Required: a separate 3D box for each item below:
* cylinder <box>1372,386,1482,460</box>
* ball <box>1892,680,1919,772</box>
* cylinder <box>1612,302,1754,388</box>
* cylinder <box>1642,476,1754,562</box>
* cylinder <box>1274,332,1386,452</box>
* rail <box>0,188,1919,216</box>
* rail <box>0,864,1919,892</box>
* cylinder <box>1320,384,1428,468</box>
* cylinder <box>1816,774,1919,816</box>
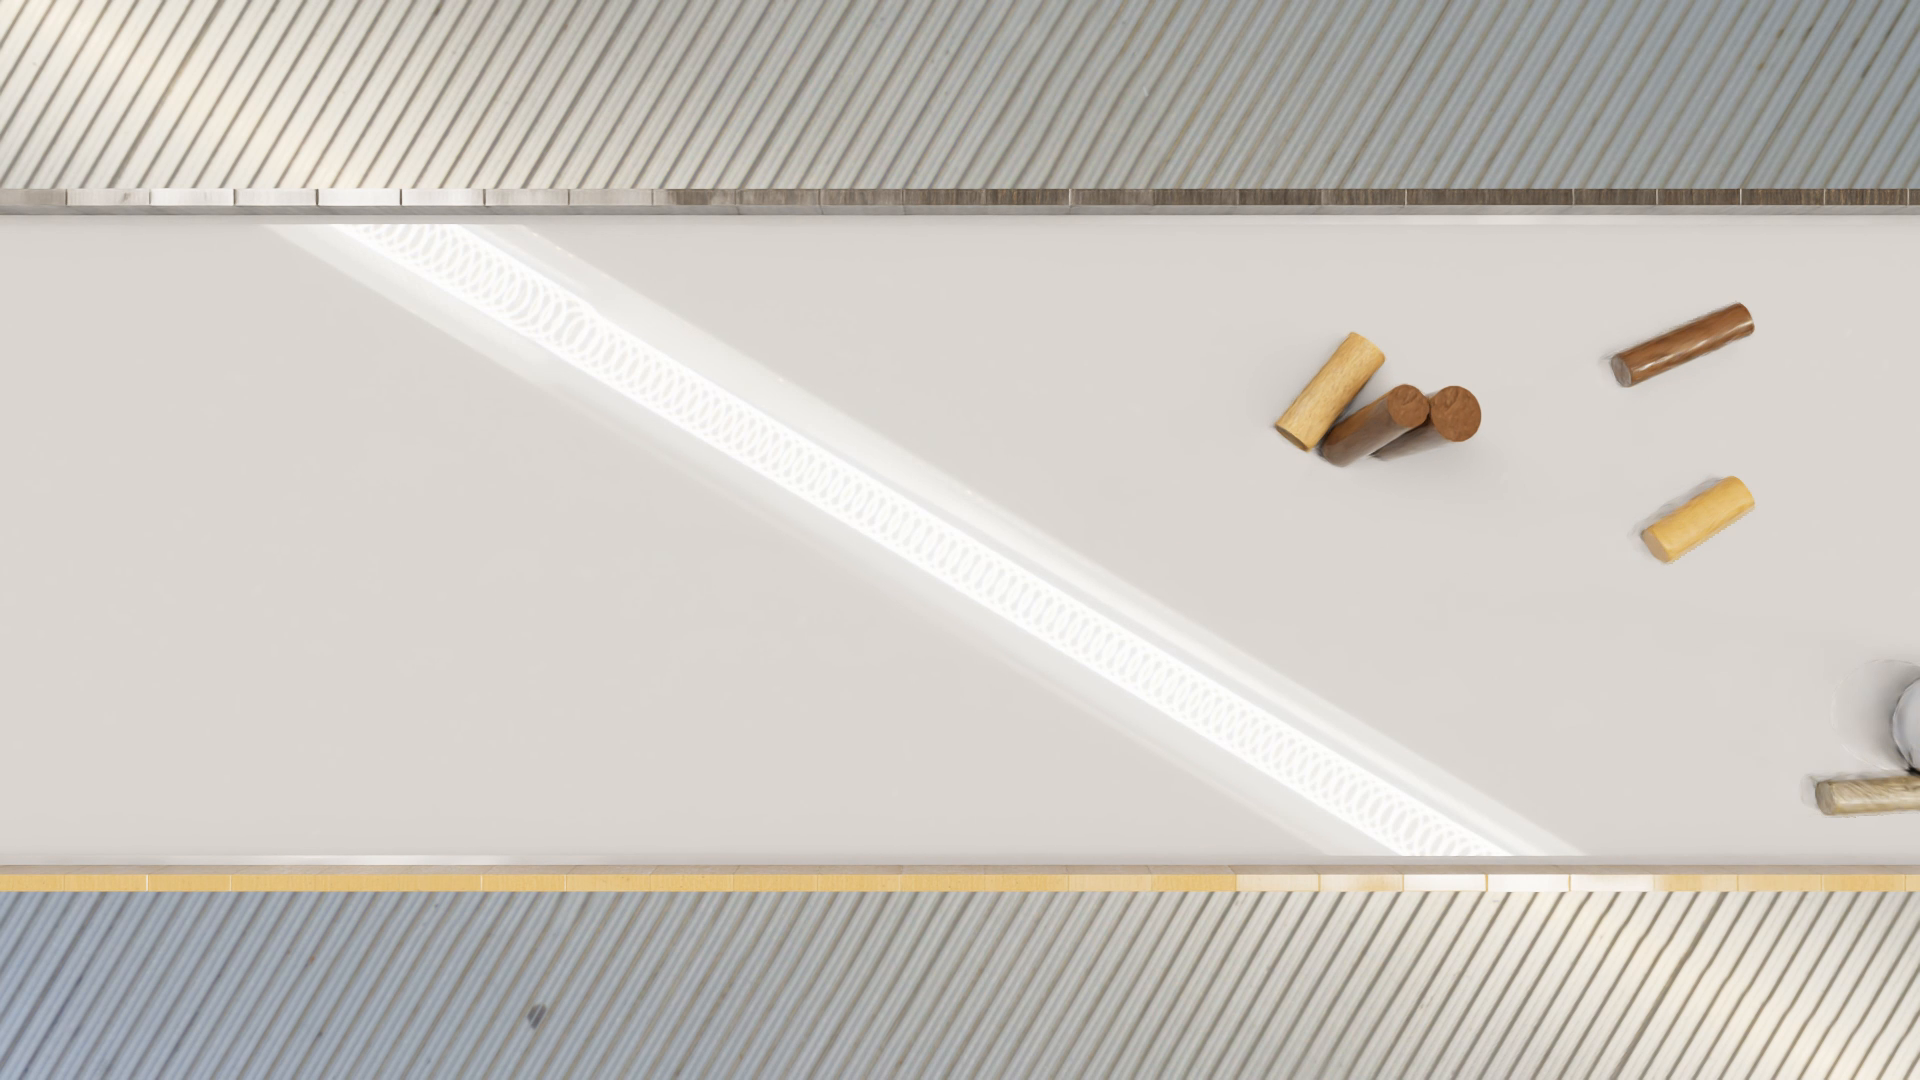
[{"bbox_3d":[1.362,-0.341,4.872,0.162,0.378,0.162,2,84,-15],"label":"cylinder"},{"bbox_3d":[2.971,0.557,4.896,0.351,0.351,0.351,0,90,0],"label":"ball"},{"bbox_3d":[2.199,-0.593,5.021,0.404,0.110,0.110,-23,90,0],"label":"cylinder"},{"bbox_3d":[2.244,-0.064,5.017,0.309,0.118,0.118,-33,90,0],"label":"cylinder"},{"bbox_3d":[1.125,-0.447,5.009,0.134,0.134,0.363,39,90,0],"label":"cylinder"},{"bbox_3d":[-2.247,-1.025,5.002,12.000,0.150,0.050,0,90,0],"label":"rail"},{"bbox_3d":[-2.247,1.025,5.001,12.000,0.150,0.050,0,90,0],"label":"rail"},{"bbox_3d":[1.216,-0.332,4.858,0.128,0.418,0.128,3,76,-14],"label":"cylinder"},{"bbox_3d":[2.829,0.775,5.023,0.391,0.107,0.107,-4,90,0],"label":"cylinder"}]
